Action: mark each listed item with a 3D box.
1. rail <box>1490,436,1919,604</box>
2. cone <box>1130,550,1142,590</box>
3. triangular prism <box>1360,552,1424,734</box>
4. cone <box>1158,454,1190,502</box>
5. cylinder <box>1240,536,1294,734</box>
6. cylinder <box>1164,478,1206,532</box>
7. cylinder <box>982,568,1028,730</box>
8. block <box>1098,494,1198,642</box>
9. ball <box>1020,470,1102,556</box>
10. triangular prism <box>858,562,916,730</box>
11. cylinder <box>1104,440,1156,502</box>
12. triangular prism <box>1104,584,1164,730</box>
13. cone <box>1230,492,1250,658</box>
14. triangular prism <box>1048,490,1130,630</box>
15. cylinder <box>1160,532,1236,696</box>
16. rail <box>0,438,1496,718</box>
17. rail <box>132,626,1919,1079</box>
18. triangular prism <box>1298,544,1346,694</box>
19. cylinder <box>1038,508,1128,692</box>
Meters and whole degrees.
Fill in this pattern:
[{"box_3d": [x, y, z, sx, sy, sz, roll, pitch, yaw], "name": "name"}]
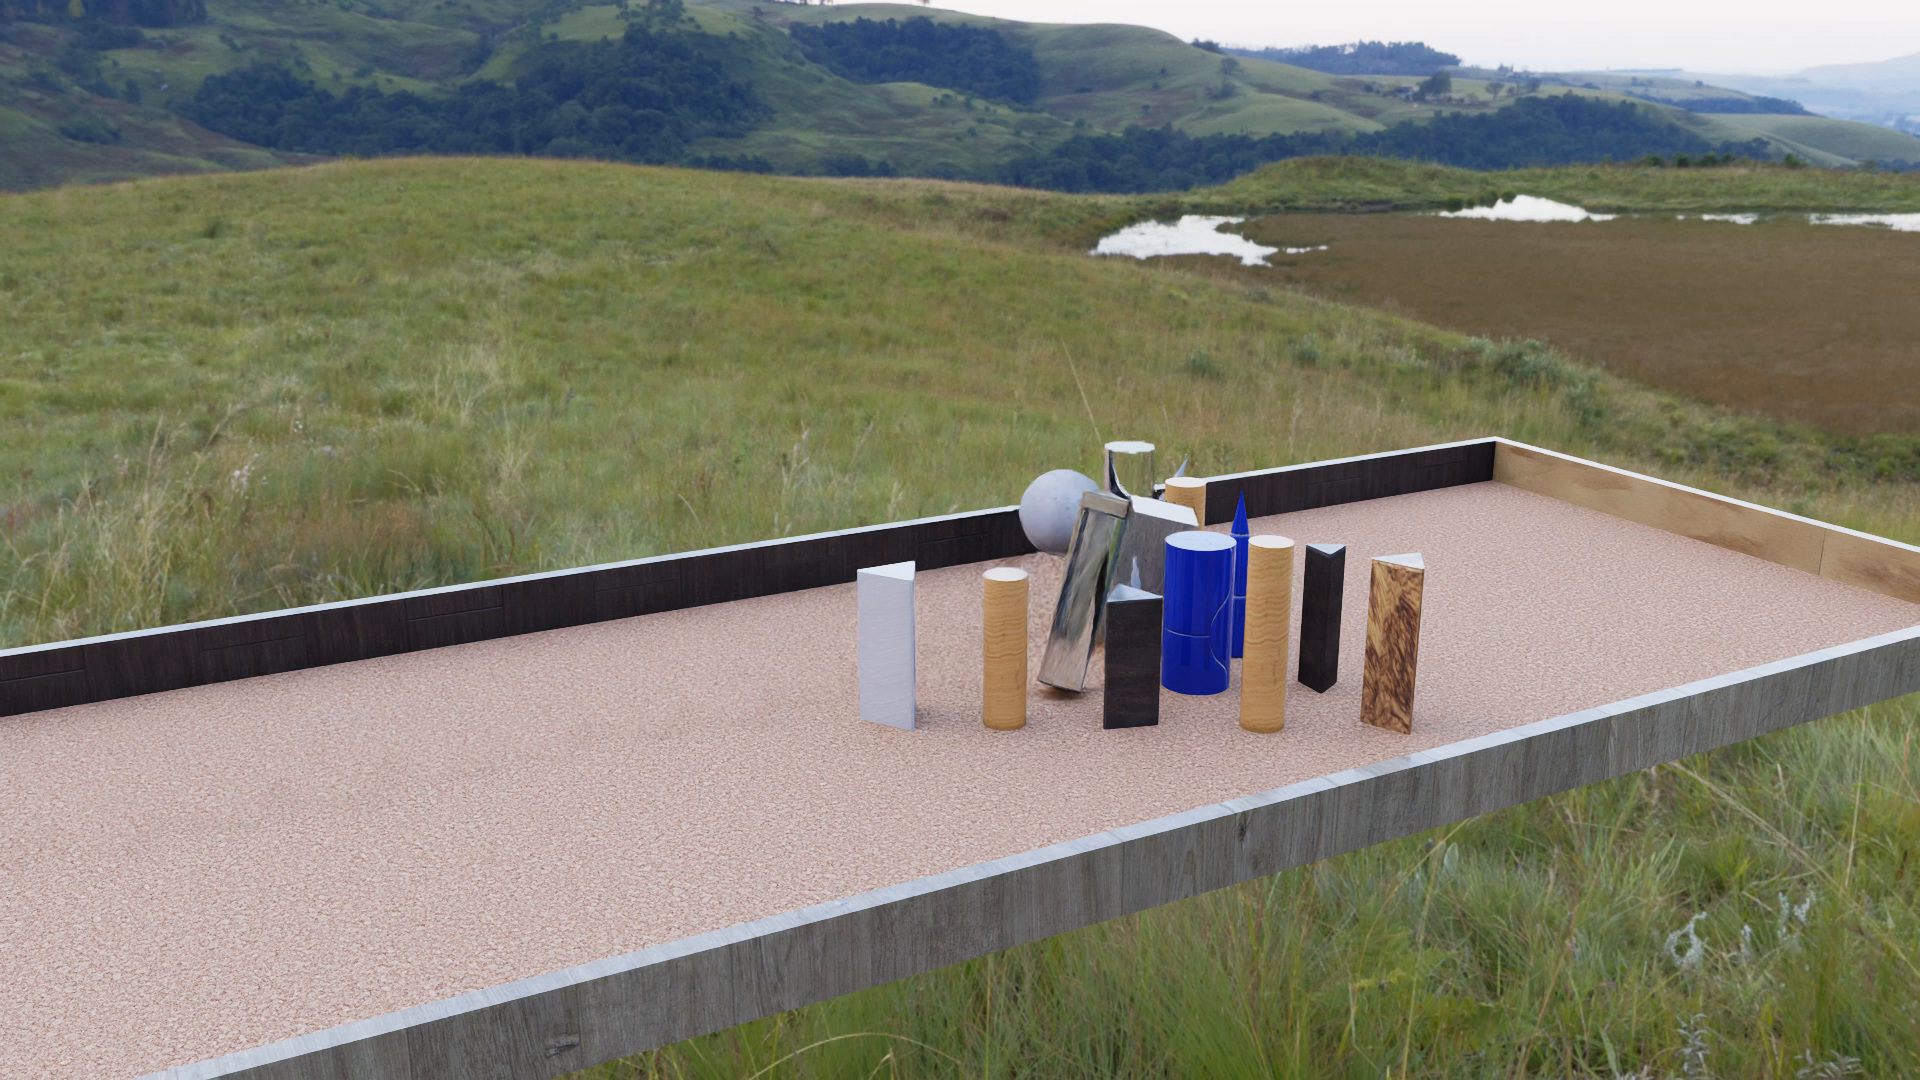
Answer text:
[{"box_3d": [2.466, -0.048, 5.253, 0.050, 0.150, 2.100, -9, 18, -27], "name": "rail"}, {"box_3d": [0.433, 0.189, 4.055, 0.101, 0.361, 0.101, -3, 24, 1], "name": "cone"}, {"box_3d": [1.030, 0.234, 3.844, 0.127, 0.402, 0.110, 14, 21, 39], "name": "triangular prism"}, {"box_3d": [0.559, -0.049, 4.725, 0.130, 0.445, 0.130, 27, 0, 0], "name": "cone"}, {"box_3d": [0.708, 0.219, 3.812, 0.103, 0.449, 0.103, 0, 16, 0], "name": "cylinder"}, {"box_3d": [0.621, 0.025, 4.591, 0.112, 0.383, 0.112, 0, 16, 0], "name": "cylinder"}, {"box_3d": [0.105, 0.254, 3.839, 0.103, 0.366, 0.103, 0, 16, 0], "name": "cylinder"}, {"box_3d": [0.493, 0.091, 4.350, 0.170, 0.363, 0.170, 13, 17, -1], "name": "block"}, {"box_3d": [0.298, -0.078, 4.776, 0.254, 0.254, 0.254, 0, 16, 0], "name": "ball"}, {"box_3d": [-0.141, 0.242, 3.881, 0.149, 0.368, 0.129, 9, 19, 29], "name": "triangular prism"}, {"box_3d": [0.492, -0.069, 4.845, 0.149, 0.420, 0.149, 0, 16, 0], "name": "cylinder"}, {"box_3d": [0.389, 0.271, 3.875, 0.134, 0.315, 0.116, -4, 17, -12], "name": "triangular prism"}, {"box_3d": [0.729, 0.075, 4.323, 0.173, 0.438, 0.173, 0, 16, 0], "name": "cone"}, {"box_3d": [0.352, 0.064, 4.436, 0.126, 0.389, 0.109, 15, 9, 8], "name": "triangular prism"}, {"box_3d": [0.589, 0.180, 4.084, 0.171, 0.371, 0.171, 0, 16, 0], "name": "cylinder"}, {"box_3d": [-3.305, 0.497, 3.399, 12.000, 0.150, 0.050, -9, 18, -27], "name": "rail"}, {"box_3d": [-2.336, 1.006, 1.665, 12.000, 0.150, 0.050, -9, 18, -27], "name": "rail"}, {"box_3d": [0.884, 0.189, 4.076, 0.083, 0.359, 0.095, 11, 20, 33], "name": "triangular prism"}, {"box_3d": [0.301, 0.148, 4.055, 0.112, 0.440, 0.112, 15, -1, 0], "name": "cylinder"}]
